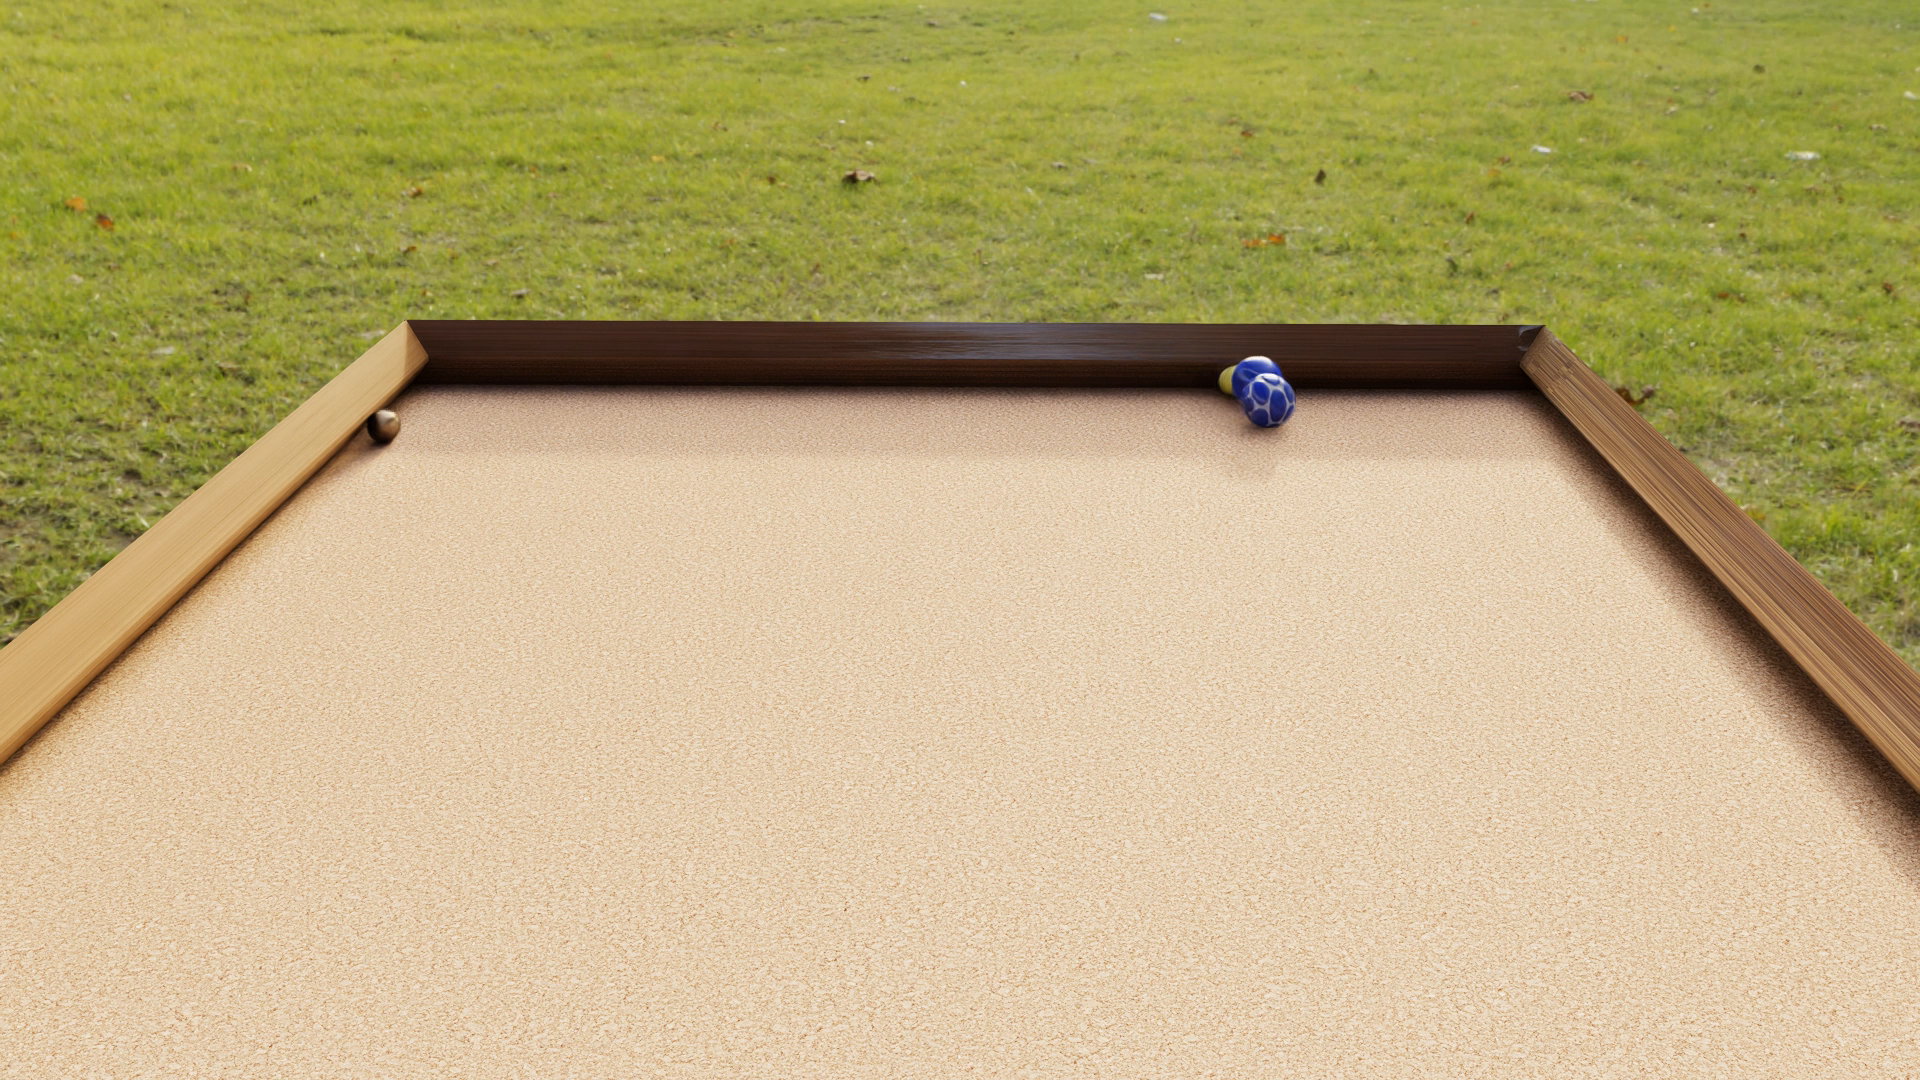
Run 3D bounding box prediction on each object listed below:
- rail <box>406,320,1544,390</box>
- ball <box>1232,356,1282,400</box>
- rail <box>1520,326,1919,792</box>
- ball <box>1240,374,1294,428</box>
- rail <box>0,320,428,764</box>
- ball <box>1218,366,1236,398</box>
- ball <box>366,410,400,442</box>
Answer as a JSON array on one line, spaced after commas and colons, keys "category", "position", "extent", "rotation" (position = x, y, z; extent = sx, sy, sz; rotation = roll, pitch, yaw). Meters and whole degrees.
[{"category": "rail", "position": [0.018, -0.286, 3.457], "extent": [1.797, 0.103, 0.045], "rotation": [0, 18, 1]}, {"category": "ball", "position": [0.454, -0.241, 3.360], "extent": [0.079, 0.079, 0.079], "rotation": [0, 18, 0]}, {"category": "rail", "position": [0.856, 0.255, 1.788], "extent": [0.045, 0.103, 3.520], "rotation": [0, 18, 1]}, {"category": "ball", "position": [0.455, -0.207, 3.252], "extent": [0.079, 0.079, 0.079], "rotation": [0, 18, 0]}, {"category": "rail", "position": [-0.893, 0.243, 1.824], "extent": [0.045, 0.103, 3.520], "rotation": [0, 18, 1]}, {"category": "ball", "position": [0.427, -0.247, 3.427], "extent": [0.048, 0.048, 0.048], "rotation": [0, 18, 0]}, {"category": "ball", "position": [-0.833, -0.164, 3.175], "extent": [0.046, 0.046, 0.046], "rotation": [0, 18, 0]}]
